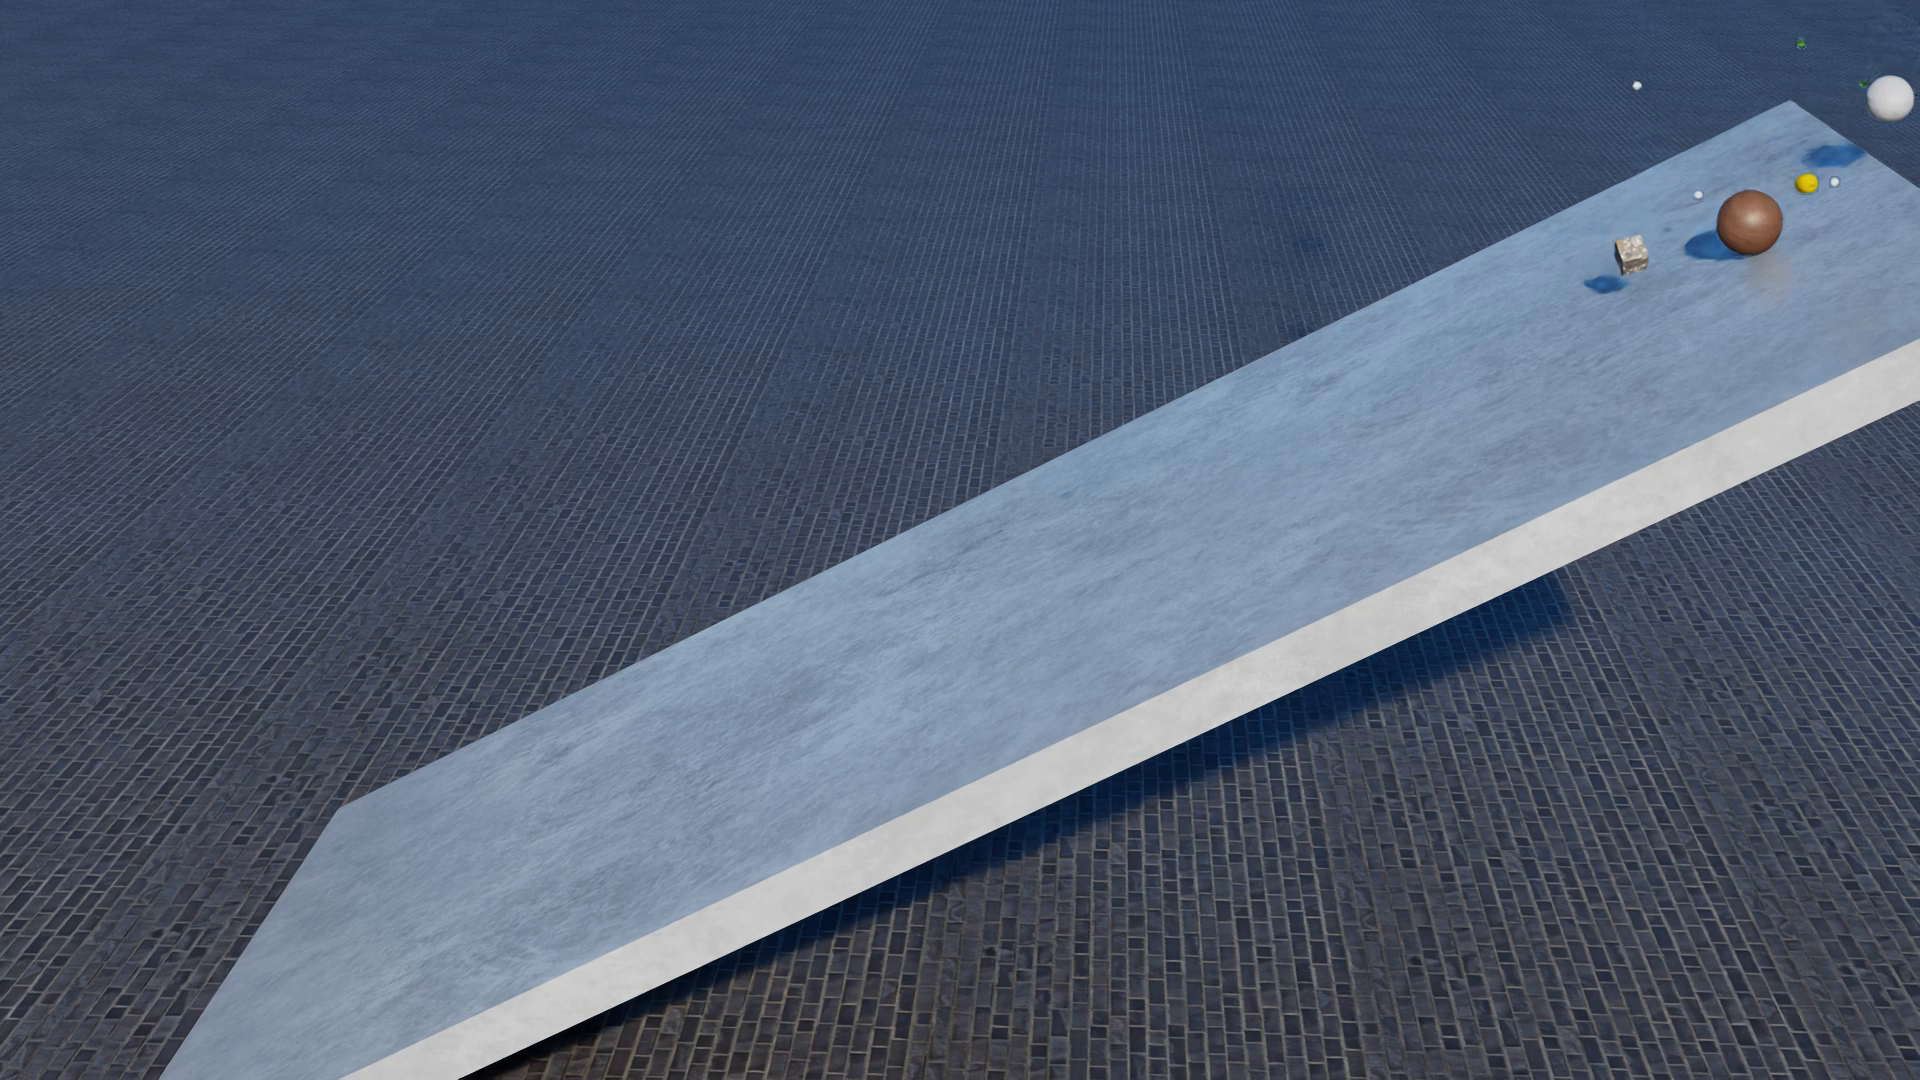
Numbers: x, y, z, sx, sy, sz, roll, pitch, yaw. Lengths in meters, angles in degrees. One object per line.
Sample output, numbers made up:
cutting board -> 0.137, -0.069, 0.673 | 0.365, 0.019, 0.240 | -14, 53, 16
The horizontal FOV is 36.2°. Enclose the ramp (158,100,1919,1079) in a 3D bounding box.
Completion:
ramp -> 0.140, 0.167, 6.281 | 4.000, 0.100, 2.000 | -26, 14, 10

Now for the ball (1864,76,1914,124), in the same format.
ball -> 1.852, -0.878, 5.860 | 0.094, 0.094, 0.094 | 0, 17, 0

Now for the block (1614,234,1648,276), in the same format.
block -> 1.364, -0.579, 5.977 | 0.053, 0.053, 0.053 | -15, 62, 2
